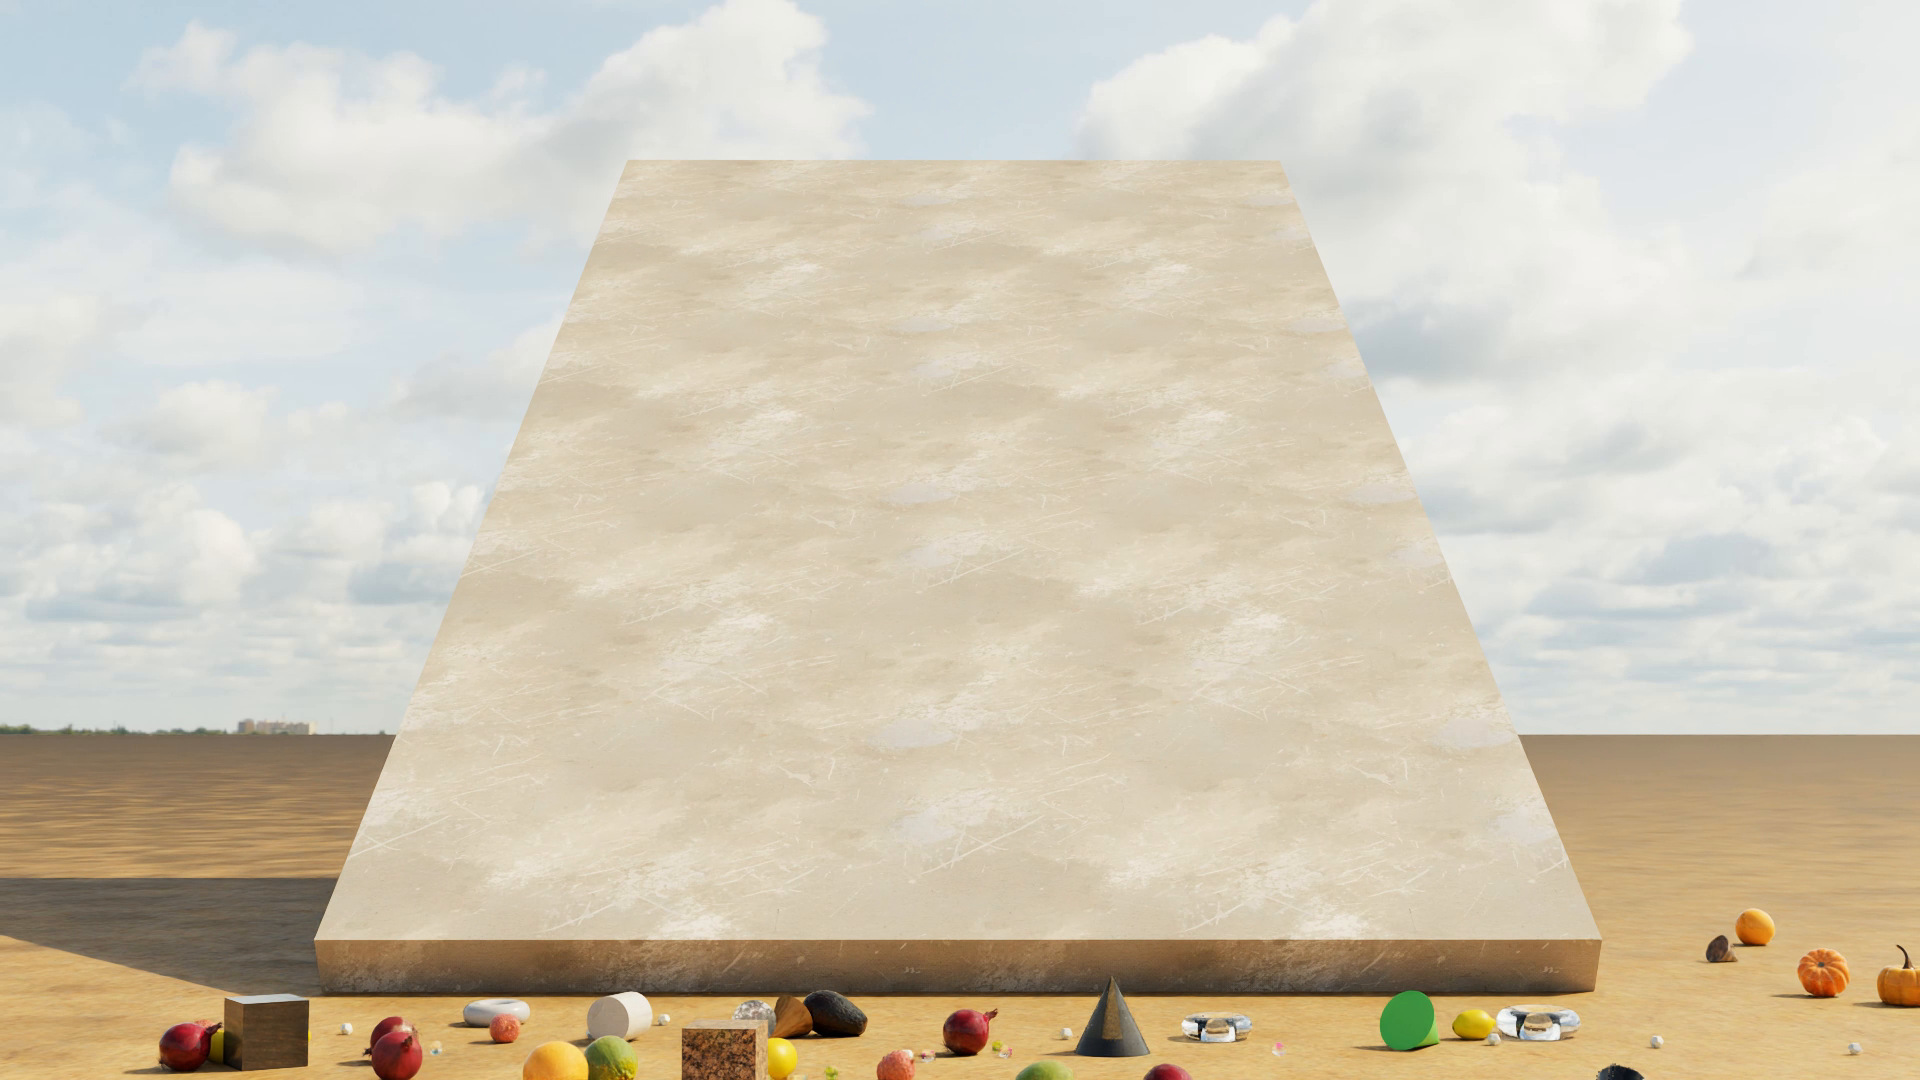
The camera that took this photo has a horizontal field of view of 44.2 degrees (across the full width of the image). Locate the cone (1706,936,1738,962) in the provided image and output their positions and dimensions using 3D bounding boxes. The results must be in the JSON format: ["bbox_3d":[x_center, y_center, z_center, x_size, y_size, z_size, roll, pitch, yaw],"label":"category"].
[{"bbox_3d":[1.361,0.736,4.189,0.052,0.052,0.052,30,-15,-18],"label":"cone"}]

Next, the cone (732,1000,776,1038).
[{"bbox_3d":[-0.275,0.652,3.150,0.059,0.059,0.059,0,-31,-5],"label":"cone"}]

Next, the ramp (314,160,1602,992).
[{"bbox_3d":[-0.010,-0.228,5.482,2.000,0.100,4.000,0,27,0],"label":"ramp"}]

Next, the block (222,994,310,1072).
[{"bbox_3d":[-0.854,0.606,2.910,0.081,0.081,0.081,3,-5,-33],"label":"block"}]

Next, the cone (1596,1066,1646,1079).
[{"bbox_3d":[0.683,0.596,2.467,0.067,0.067,0.067,-4,21,38],"label":"cone"}]

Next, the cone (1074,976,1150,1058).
[{"bbox_3d":[0.195,0.606,3.025,0.098,0.098,0.098,0,-5,0],"label":"cone"}]

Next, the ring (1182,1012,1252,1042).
[{"bbox_3d":[0.343,0.650,3.157,0.095,0.032,0.095,-1,-4,0],"label":"ring"}]

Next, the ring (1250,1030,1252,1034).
[{"bbox_3d":[0.351,0.666,3.217,0.093,0.031,0.093,1,5,0],"label":"ring"}]

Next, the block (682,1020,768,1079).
[{"bbox_3d":[-0.263,0.583,2.645,0.083,0.083,0.083,0,-5,5],"label":"block"}]

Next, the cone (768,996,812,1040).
[{"bbox_3d":[-0.240,0.652,3.155,0.062,0.062,0.062,-3,21,37],"label":"cone"}]

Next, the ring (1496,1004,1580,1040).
[{"bbox_3d":[0.778,0.649,3.182,0.111,0.037,0.111,-1,-3,0],"label":"ring"}]

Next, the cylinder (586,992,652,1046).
[{"bbox_3d":[-0.449,0.631,3.121,0.063,0.063,0.063,-2,-5,21],"label":"cylinder"}]
